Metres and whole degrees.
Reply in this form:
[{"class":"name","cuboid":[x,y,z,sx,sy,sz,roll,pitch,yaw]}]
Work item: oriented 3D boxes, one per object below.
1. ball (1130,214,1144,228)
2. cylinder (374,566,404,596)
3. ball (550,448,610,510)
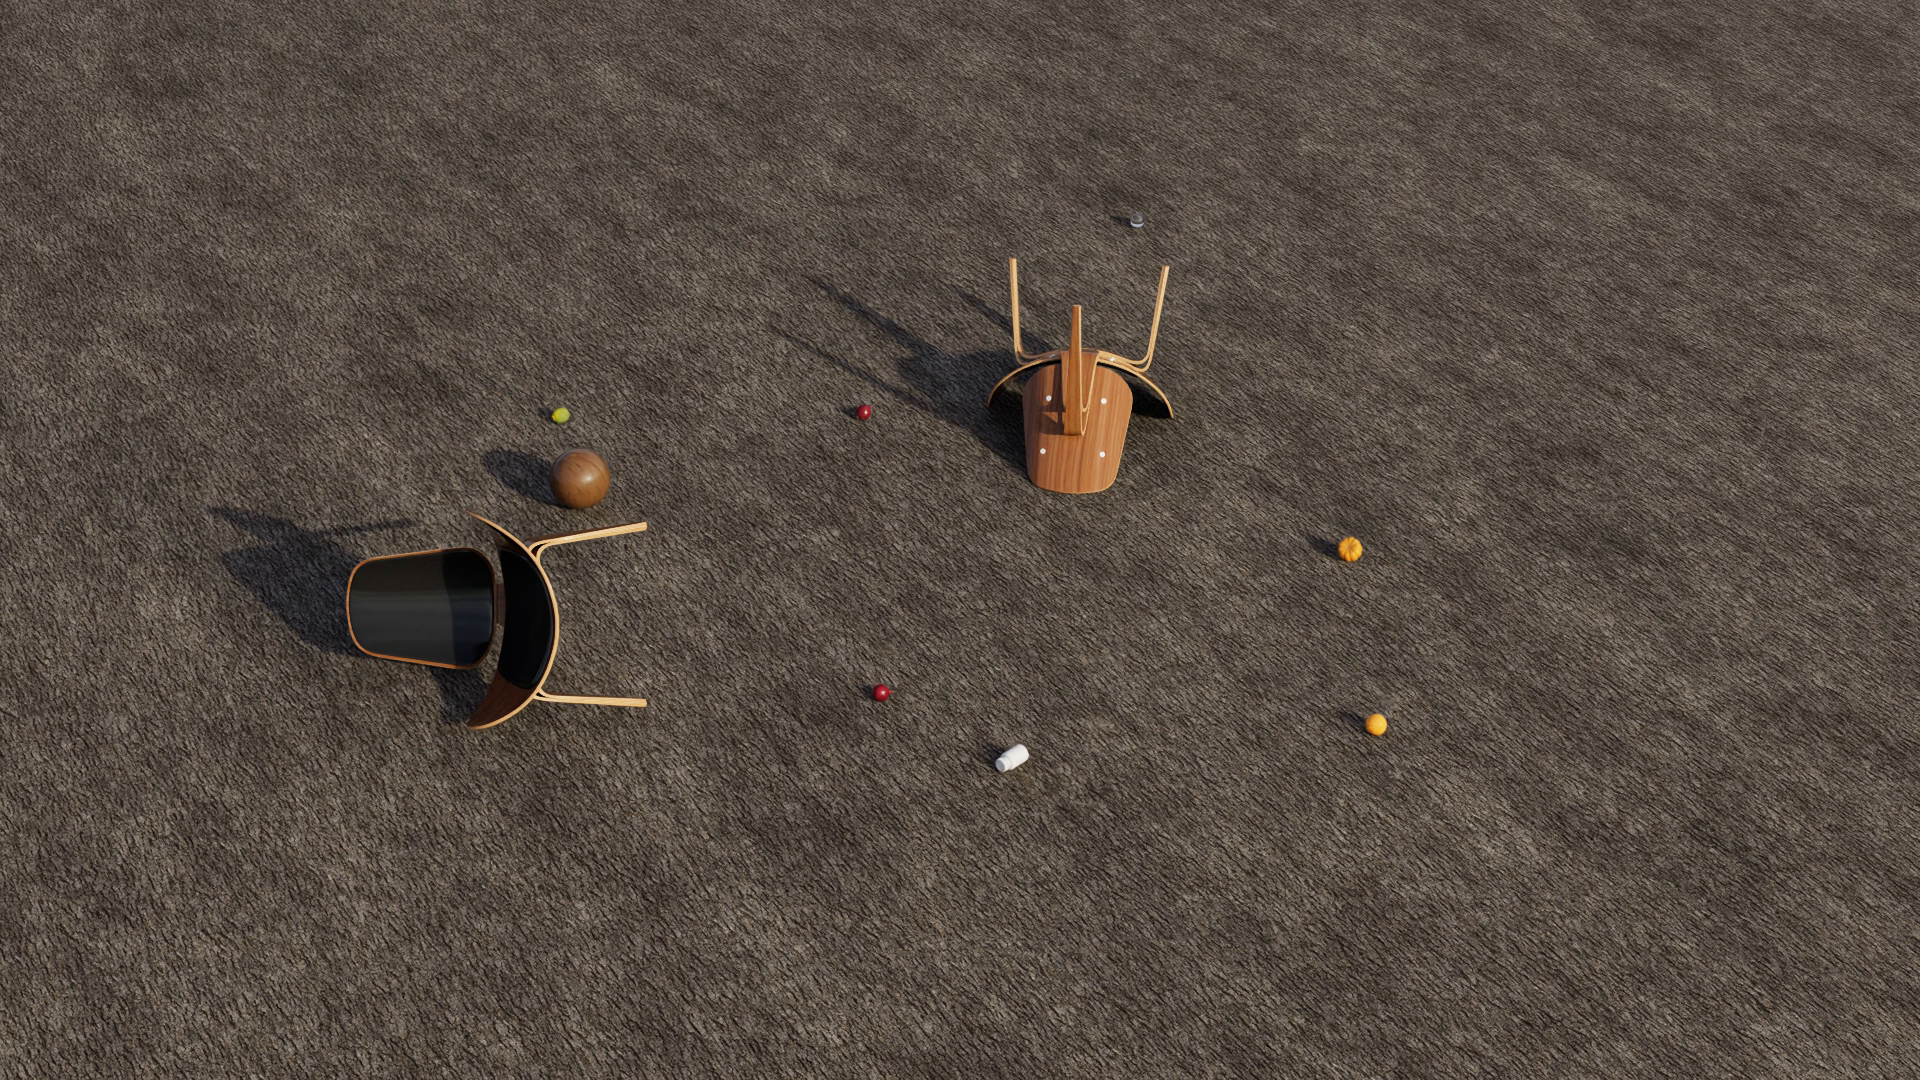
[{"class":"ball","cuboid":[0.789,-1.422,13.045,0.064,0.064,0.064,0,33,0]},{"class":"cylinder","cuboid":[-2.070,0.153,10.646,0.105,0.072,0.087,-8,51,3]},{"class":"ball","cuboid":[-1.437,-0.232,11.086,0.232,0.232,0.232,0,33,0]}]
